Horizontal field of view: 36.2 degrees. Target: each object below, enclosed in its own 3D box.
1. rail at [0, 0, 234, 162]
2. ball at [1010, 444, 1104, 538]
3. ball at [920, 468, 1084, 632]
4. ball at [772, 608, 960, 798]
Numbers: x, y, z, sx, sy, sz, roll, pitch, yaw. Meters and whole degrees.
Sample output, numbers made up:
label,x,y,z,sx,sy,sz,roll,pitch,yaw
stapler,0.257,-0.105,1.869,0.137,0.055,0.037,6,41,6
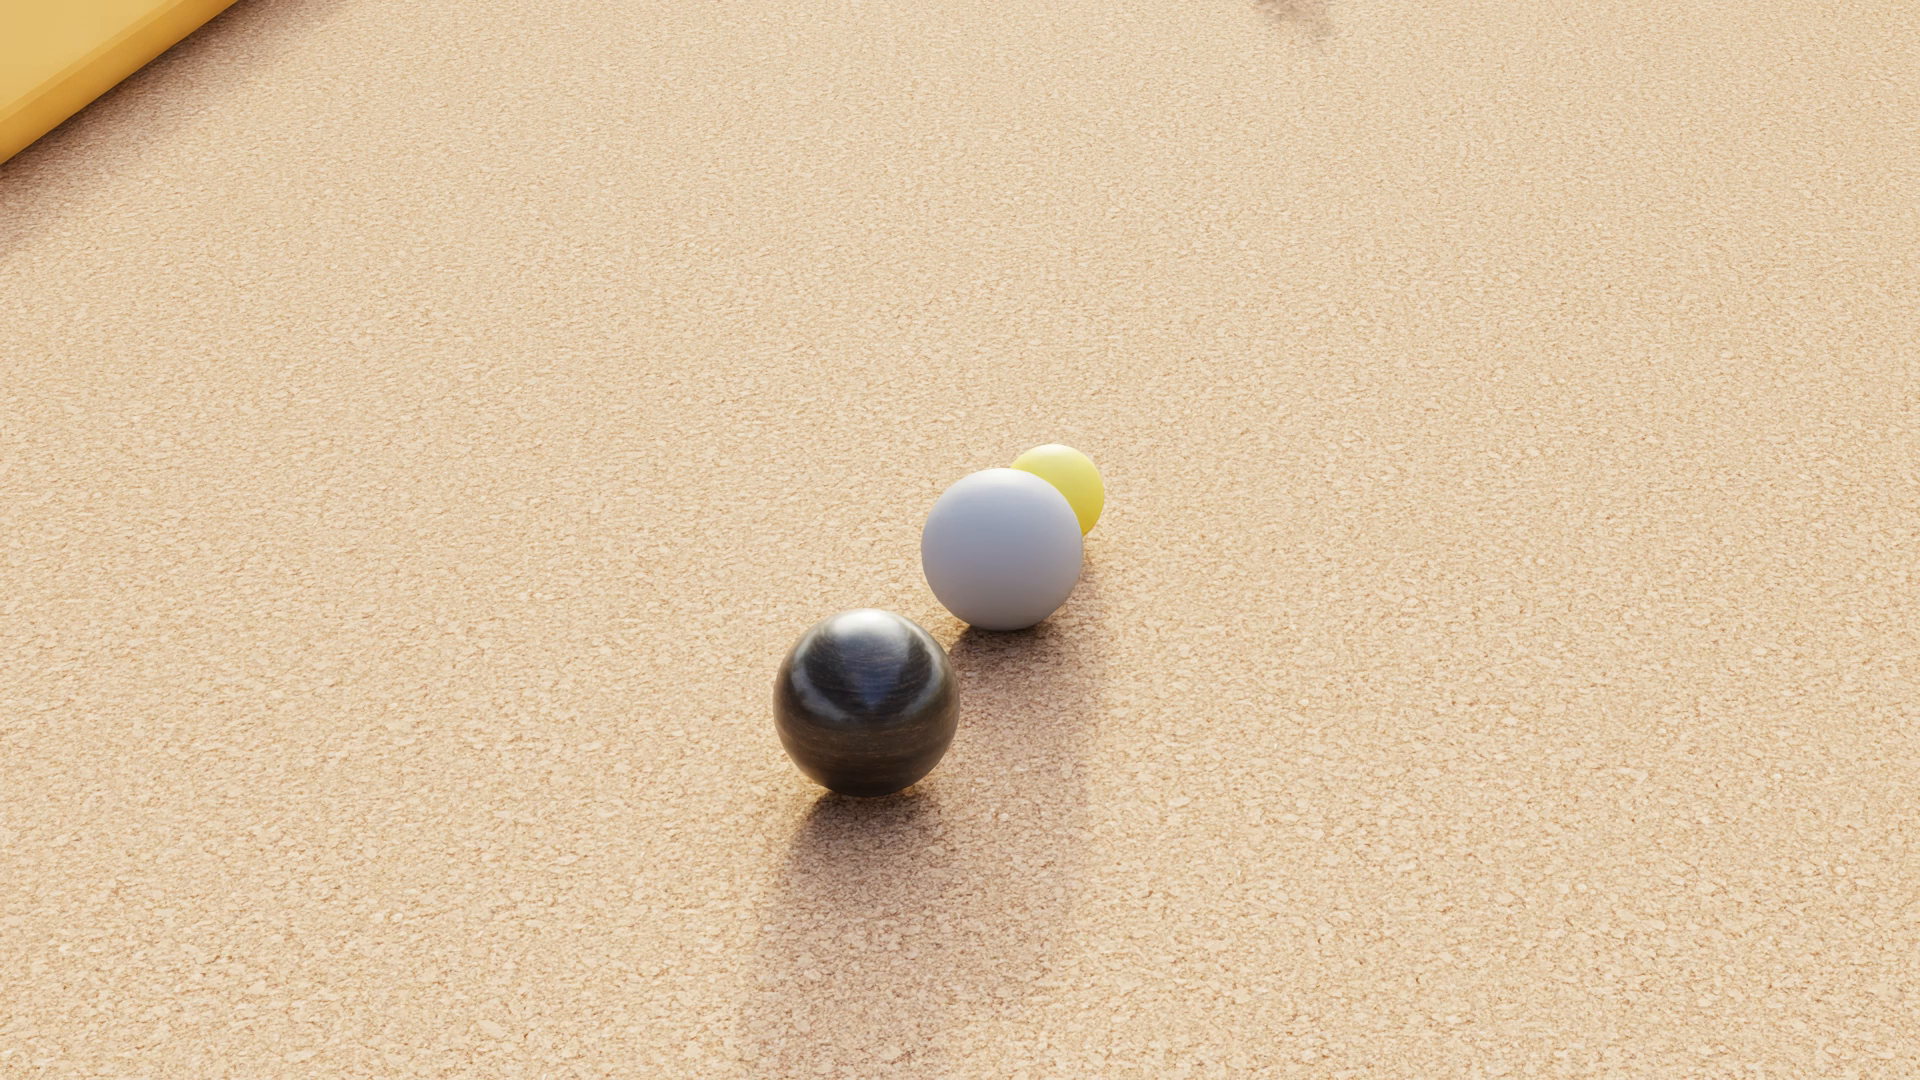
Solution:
label,x,y,z,sx,sy,sz,roll,pitch,yaw
rail,-0.673,-0.517,2.632,0.045,0.128,3.520,6,29,11
ball,0.056,-0.027,1.784,0.062,0.062,0.062,0,28,0
ball,0.024,0.006,1.690,0.094,0.094,0.094,0,28,0
ball,-0.049,0.085,1.536,0.098,0.098,0.098,0,28,0
